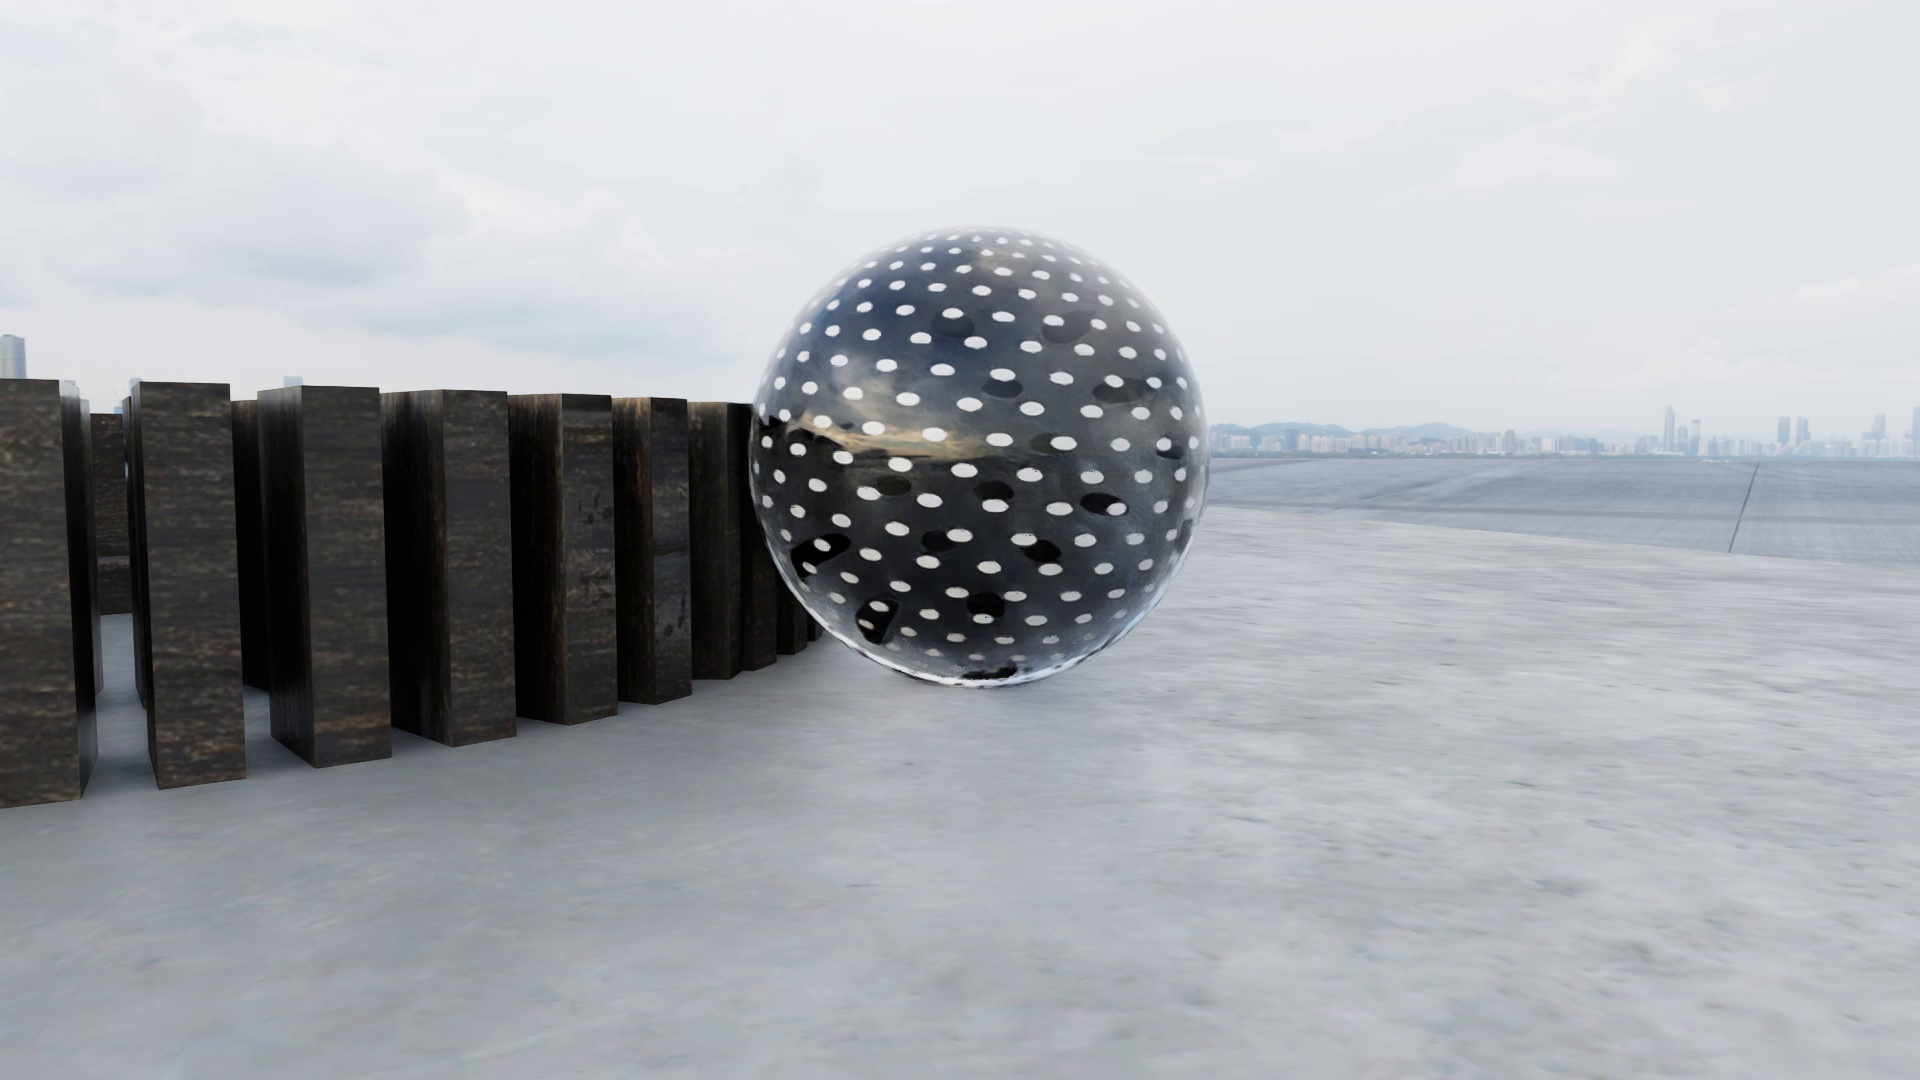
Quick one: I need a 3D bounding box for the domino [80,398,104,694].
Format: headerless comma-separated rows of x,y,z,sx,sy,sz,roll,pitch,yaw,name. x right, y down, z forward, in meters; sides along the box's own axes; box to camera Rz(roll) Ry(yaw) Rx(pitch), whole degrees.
-0.148,0.002,0.209,0.010,0.050,0.025,-2,5,-25,domino

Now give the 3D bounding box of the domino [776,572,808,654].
-0.045,-0.002,0.264,0.025,0.050,0.010,1,4,8,domino

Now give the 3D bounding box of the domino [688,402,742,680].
-0.054,0.000,0.235,0.025,0.050,0.009,0,4,4,domino

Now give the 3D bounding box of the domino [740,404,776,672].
-0.049,-0.001,0.247,0.025,0.050,0.010,1,5,18,domino

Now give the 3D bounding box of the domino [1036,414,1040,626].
0.006,-0.005,0.303,0.025,0.050,0.010,0,-19,3,domino

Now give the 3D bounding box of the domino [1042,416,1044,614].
0.009,-0.007,0.324,0.025,0.050,0.010,0,-19,3,domino

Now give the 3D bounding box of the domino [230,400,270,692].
-0.122,0.000,0.228,0.025,0.050,0.009,4,6,39,domino

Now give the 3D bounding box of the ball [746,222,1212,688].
0.003,-0.014,0.224,0.080,0.080,0.080,0,4,0,ball

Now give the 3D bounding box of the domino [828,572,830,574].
-0.054,-0.009,0.430,0.025,0.010,0.050,-4,45,-46,domino

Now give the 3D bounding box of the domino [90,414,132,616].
-0.220,-0.007,0.328,0.010,0.050,0.025,-4,6,-44,domino

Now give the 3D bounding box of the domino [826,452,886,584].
-0.029,-0.008,0.408,0.025,0.009,0.050,-3,46,-35,domino

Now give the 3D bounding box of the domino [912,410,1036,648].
0.003,-0.003,0.272,0.025,0.050,0.010,0,-18,3,domino

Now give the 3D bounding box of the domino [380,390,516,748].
-0.077,0.003,0.190,0.025,0.050,0.010,4,6,43,domino

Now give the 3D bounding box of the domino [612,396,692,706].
-0.059,0.001,0.217,0.025,0.050,0.010,2,5,25,domino

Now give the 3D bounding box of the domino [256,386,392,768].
-0.089,0.004,0.179,0.010,0.050,0.025,-4,6,-40,domino

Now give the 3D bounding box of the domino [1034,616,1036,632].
0.004,-0.004,0.283,0.025,0.050,0.010,0,-19,3,domino

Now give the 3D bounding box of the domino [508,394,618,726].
-0.067,0.002,0.203,0.025,0.050,0.010,3,5,33,domino

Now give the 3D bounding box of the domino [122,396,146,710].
-0.134,0.001,0.217,0.010,0.050,0.025,-3,5,-35,domino

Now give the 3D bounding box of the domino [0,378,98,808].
-0.116,0.006,0.160,0.009,0.050,0.025,-2,5,-30,domino

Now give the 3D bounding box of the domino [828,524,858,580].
-0.041,-0.008,0.420,0.025,0.010,0.050,-4,44,-41,domino

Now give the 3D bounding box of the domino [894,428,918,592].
-0.004,-0.010,0.382,0.025,0.050,0.009,-1,-28,-13,domino

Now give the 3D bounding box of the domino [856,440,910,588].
-0.015,-0.009,0.395,0.025,0.050,0.010,-1,-37,-21,domino

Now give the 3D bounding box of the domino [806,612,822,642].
-0.043,-0.003,0.280,0.025,0.050,0.010,0,4,3,domino

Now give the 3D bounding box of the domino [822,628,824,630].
-0.043,-0.005,0.296,0.025,0.050,0.010,0,4,-3,domino

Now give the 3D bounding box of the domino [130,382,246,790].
-0.102,0.005,0.169,0.009,0.050,0.025,-3,5,-35,domino

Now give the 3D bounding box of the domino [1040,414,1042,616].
0.007,-0.006,0.313,0.025,0.050,0.010,0,-19,3,domino

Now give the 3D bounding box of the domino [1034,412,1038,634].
0.005,-0.004,0.293,0.025,0.050,0.010,0,-19,3,domino
